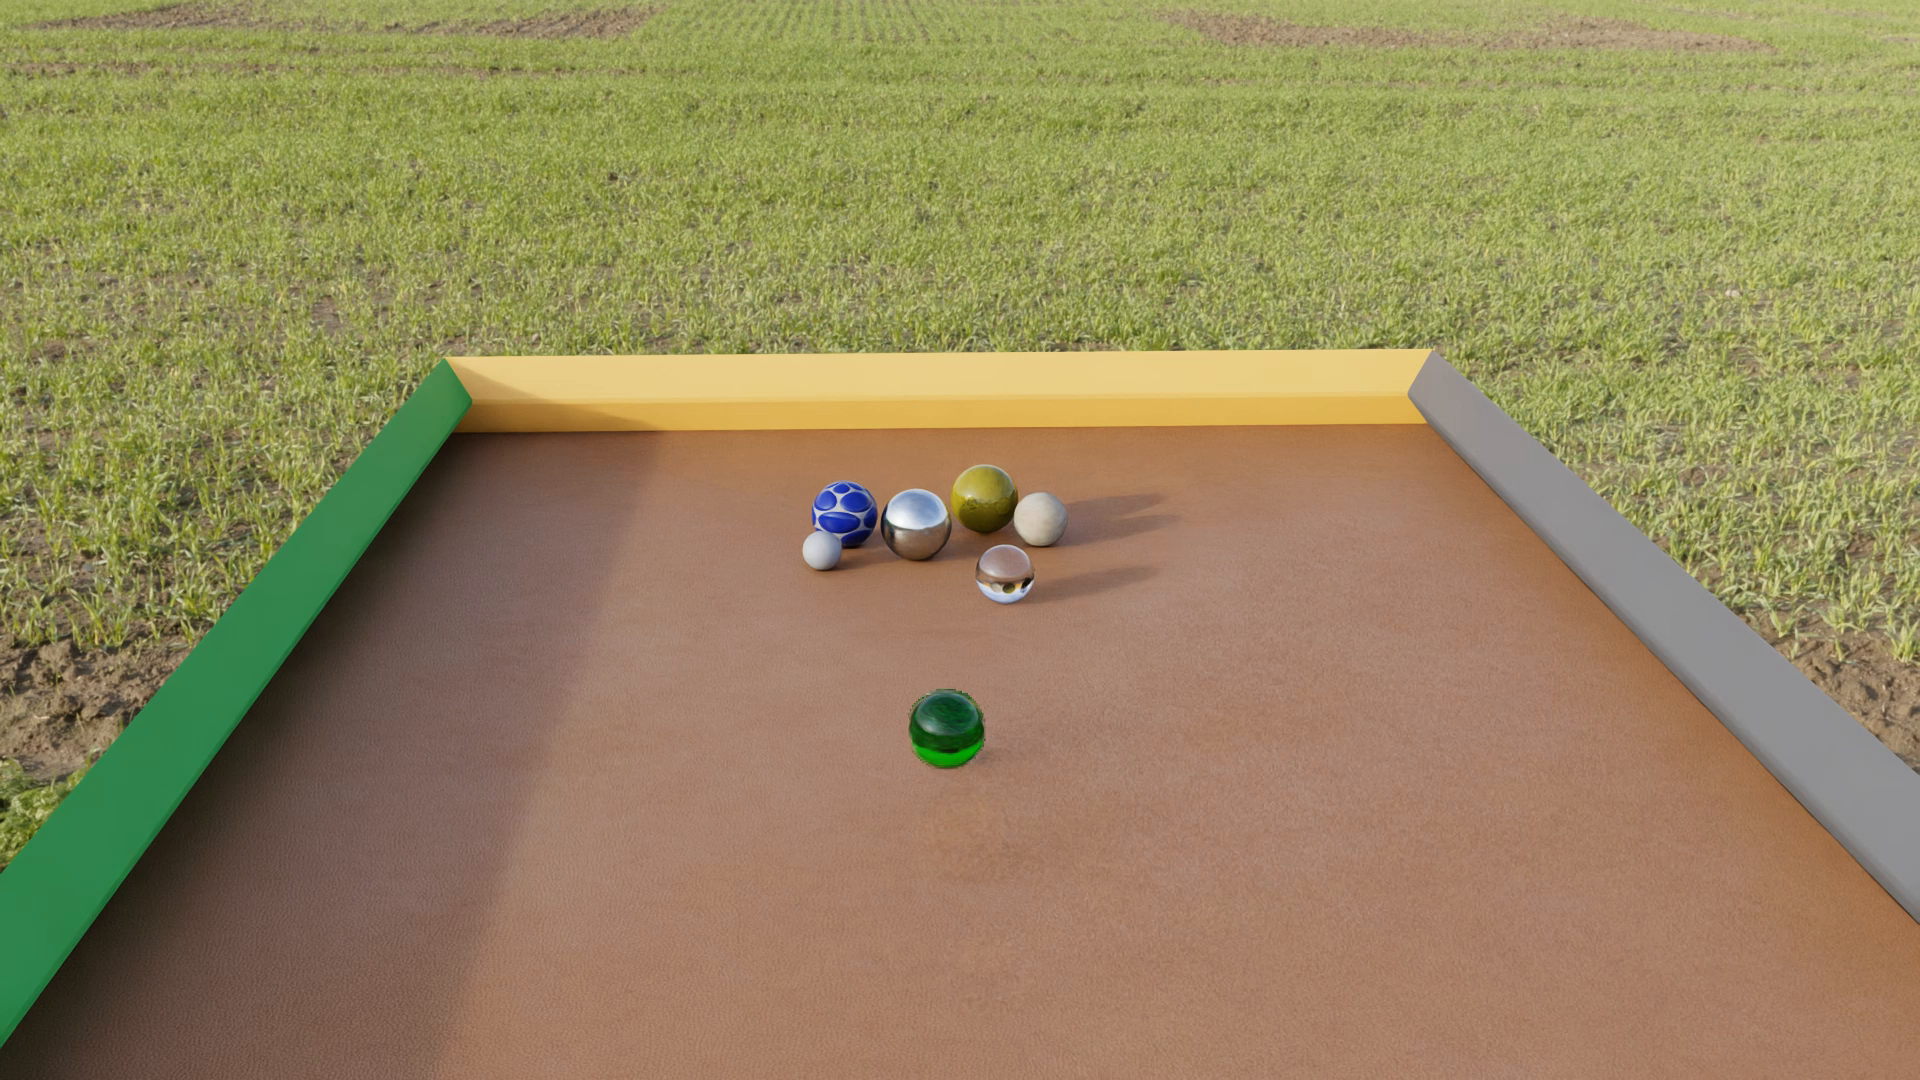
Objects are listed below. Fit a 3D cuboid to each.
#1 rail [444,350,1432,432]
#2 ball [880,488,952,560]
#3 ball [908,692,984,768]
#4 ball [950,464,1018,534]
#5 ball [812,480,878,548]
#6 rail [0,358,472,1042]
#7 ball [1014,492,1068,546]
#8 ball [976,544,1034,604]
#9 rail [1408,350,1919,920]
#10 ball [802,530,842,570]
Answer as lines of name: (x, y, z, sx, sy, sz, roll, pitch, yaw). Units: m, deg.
rail: (-0.024, -0.210, 3.164, 1.429, 0.110, 0.045, -1, 17, -2)
ball: (-0.052, -0.018, 2.592, 0.085, 0.085, 0.085, 0, 17, 0)
ball: (-0.012, 0.173, 2.002, 0.069, 0.069, 0.069, 0, 17, 0)
ball: (0.030, -0.051, 2.695, 0.085, 0.085, 0.085, 0, 17, 0)
ball: (-0.138, -0.031, 2.640, 0.080, 0.080, 0.080, 0, 17, 0)
rail: (-0.665, 0.186, 1.886, 0.045, 0.110, 2.673, -1, 17, -2)
ball: (0.097, -0.025, 2.645, 0.065, 0.065, 0.065, 0, 17, 0)
ball: (0.050, 0.038, 2.441, 0.066, 0.066, 0.066, 0, 17, 0)
rail: (0.716, 0.171, 1.936, 0.045, 0.110, 2.673, -1, 17, -2)
ball: (-0.160, 0.012, 2.558, 0.046, 0.046, 0.046, 0, 17, 0)
